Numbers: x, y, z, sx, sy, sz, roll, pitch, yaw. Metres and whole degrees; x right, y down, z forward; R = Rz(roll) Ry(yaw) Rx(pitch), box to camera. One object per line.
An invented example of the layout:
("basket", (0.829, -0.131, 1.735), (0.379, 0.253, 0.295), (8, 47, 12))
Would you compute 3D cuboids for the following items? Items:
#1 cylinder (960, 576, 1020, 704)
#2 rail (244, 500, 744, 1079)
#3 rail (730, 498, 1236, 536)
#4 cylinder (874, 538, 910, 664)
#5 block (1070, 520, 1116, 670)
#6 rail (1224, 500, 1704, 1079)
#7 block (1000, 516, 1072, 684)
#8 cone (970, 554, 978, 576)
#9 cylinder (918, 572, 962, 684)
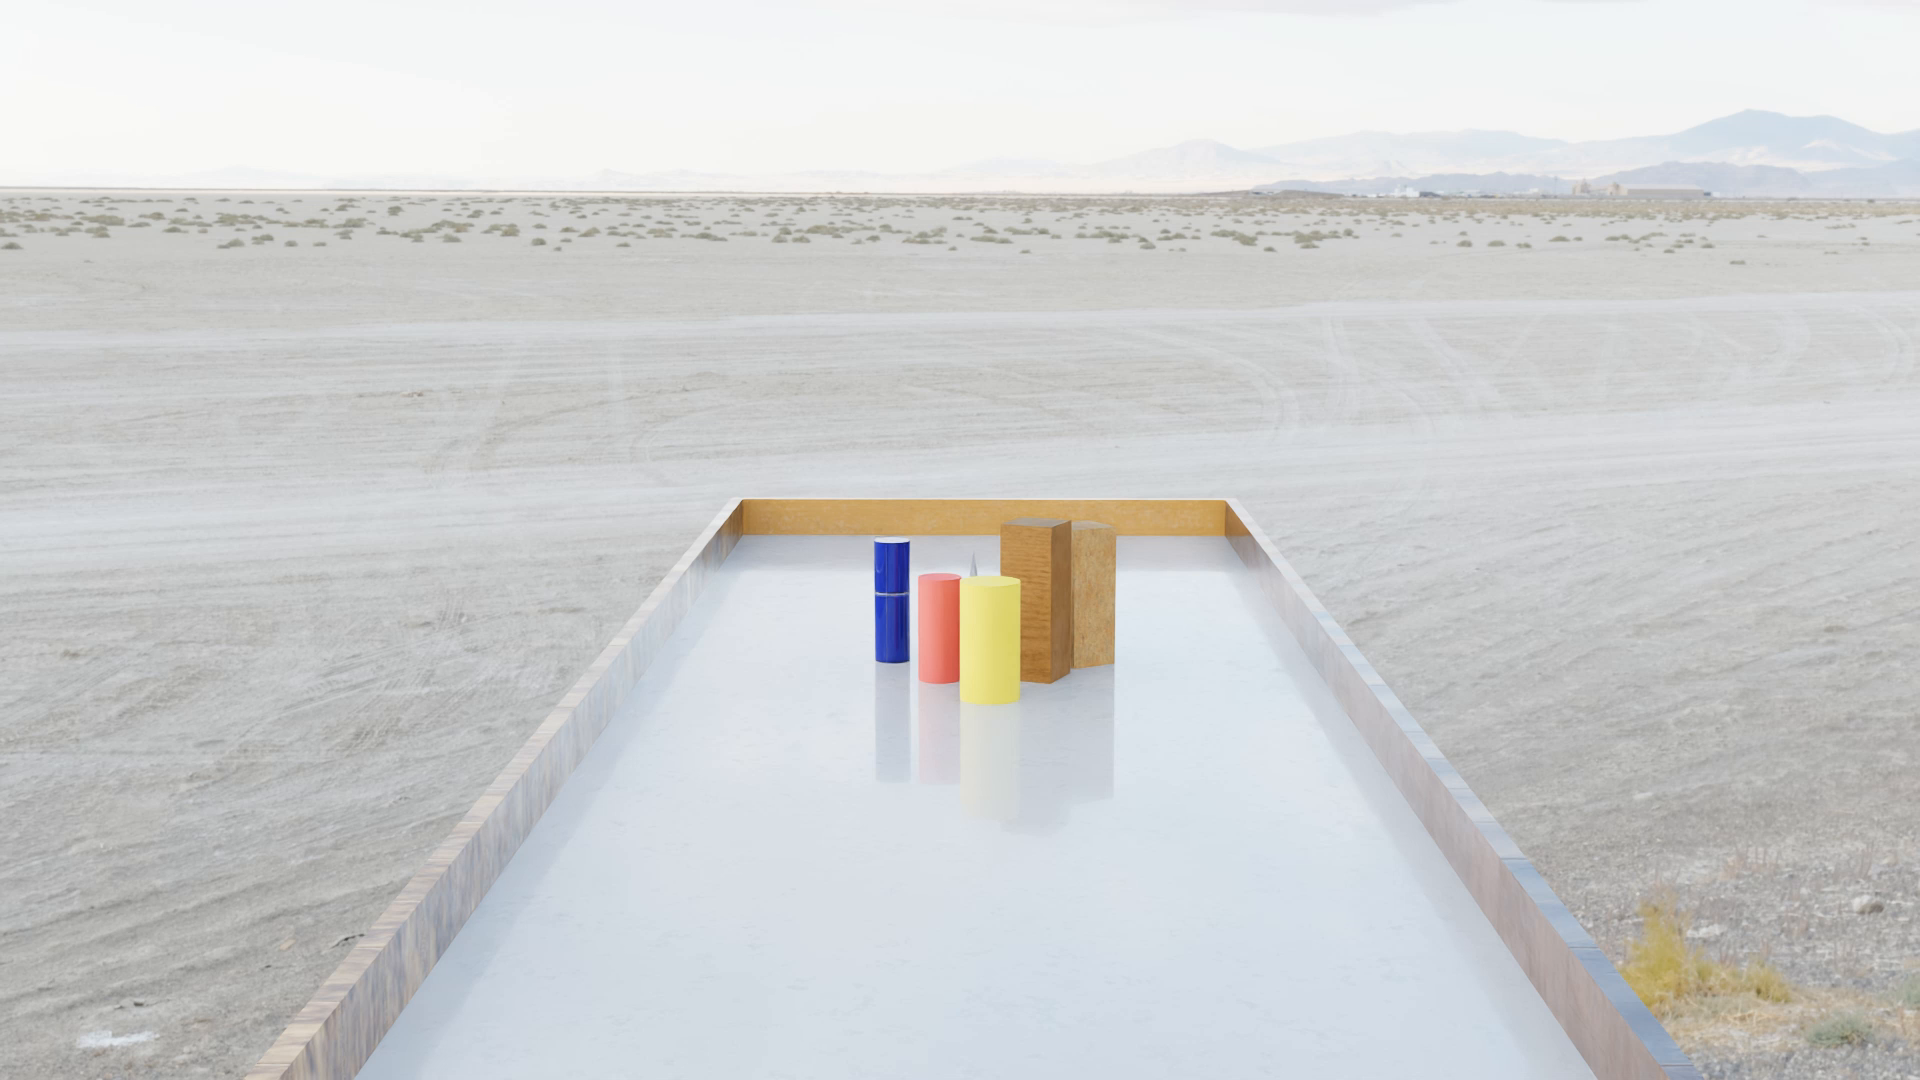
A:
("cylinder", (0.085, 0.280, 6.174), (0.171, 0.335, 0.171), (0, 9, 0))
("rail", (-1.004, 0.839, 3.234), (0.050, 0.150, 12.000), (0, 9, 1))
("rail", (0.099, -0.098, 9.147), (2.100, 0.150, 0.050), (0, 9, 1))
("cylinder", (-0.206, 0.183, 6.673), (0.109, 0.370, 0.109), (0, 9, 0))
("block", (0.365, 0.163, 6.643), (0.151, 0.419, 0.151), (-6, 11, -32))
("rail", (1.046, 0.843, 3.208), (0.050, 0.150, 12.000), (0, 9, 1))
("block", (0.222, 0.174, 6.442), (0.159, 0.459, 0.159), (4, 10, 24))
("cone", (0.042, 0.196, 6.690), (0.103, 0.339, 0.103), (0, 9, 0))
("cylinder", (-0.059, 0.257, 6.417), (0.127, 0.304, 0.127), (0, 9, 0))
